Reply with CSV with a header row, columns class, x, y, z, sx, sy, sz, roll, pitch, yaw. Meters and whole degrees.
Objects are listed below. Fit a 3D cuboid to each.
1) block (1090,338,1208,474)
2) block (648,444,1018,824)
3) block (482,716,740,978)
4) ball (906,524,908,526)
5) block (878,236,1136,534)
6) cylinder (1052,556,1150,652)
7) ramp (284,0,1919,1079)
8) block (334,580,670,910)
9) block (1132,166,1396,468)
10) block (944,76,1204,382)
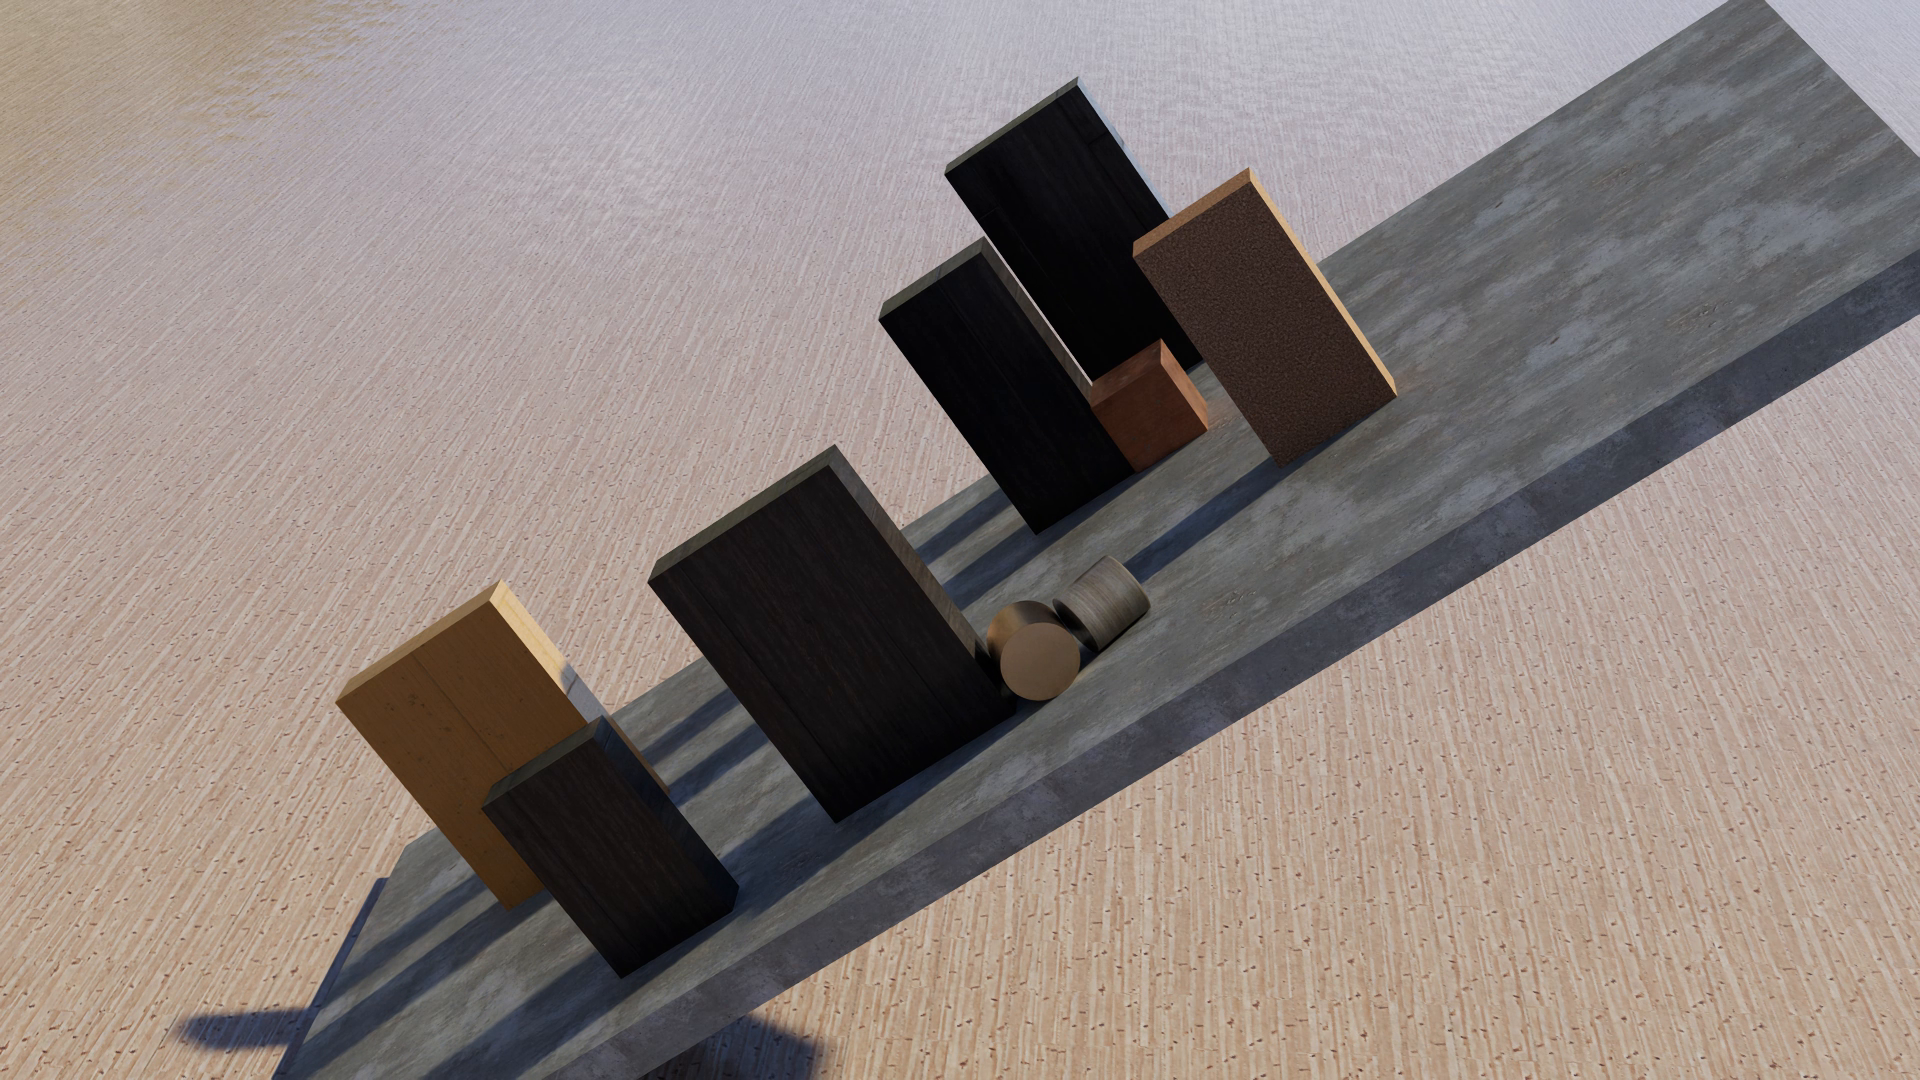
class,x,y,z,sx,sy,sz,roll,pitch,yaw
block,0.420,-0.298,6.530,0.185,0.185,0.185,-32,16,15
block,-0.243,0.188,5.725,0.433,0.618,0.117,-32,16,15
block,-0.684,0.605,5.781,0.277,0.450,0.104,-32,16,15
ball,-0.137,0.021,9.751,0.162,0.162,0.162,0,21,0
block,0.111,-0.340,6.530,0.275,0.607,0.132,-32,16,15
cylinder,0.274,0.124,5.703,0.135,0.135,0.135,-40,34,-12
ramp,0.135,0.174,6.306,4.000,0.100,2.000,-32,16,15
block,-1.022,0.465,6.601,0.443,0.624,0.124,-32,16,15
block,0.610,-0.442,5.880,0.276,0.533,0.113,-32,16,15
block,0.322,-0.685,6.894,0.374,0.708,0.097,-32,16,15
